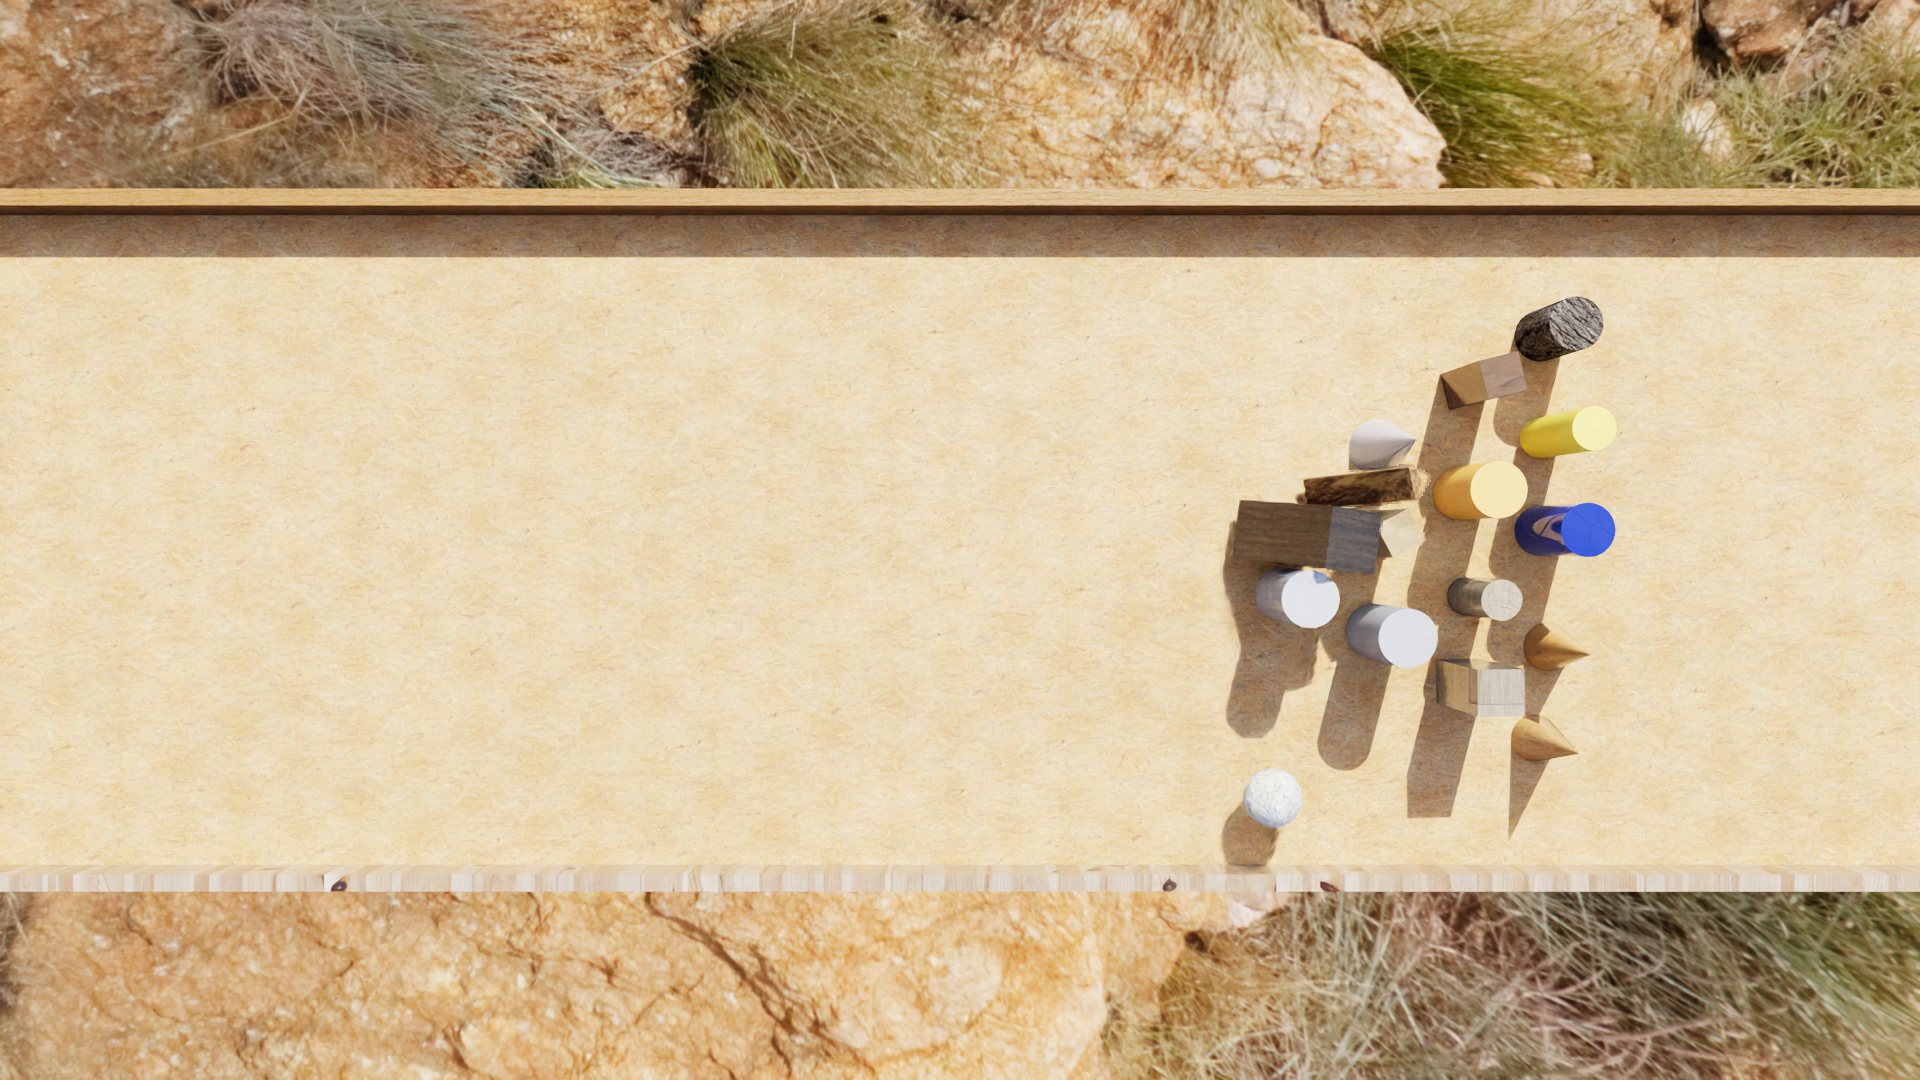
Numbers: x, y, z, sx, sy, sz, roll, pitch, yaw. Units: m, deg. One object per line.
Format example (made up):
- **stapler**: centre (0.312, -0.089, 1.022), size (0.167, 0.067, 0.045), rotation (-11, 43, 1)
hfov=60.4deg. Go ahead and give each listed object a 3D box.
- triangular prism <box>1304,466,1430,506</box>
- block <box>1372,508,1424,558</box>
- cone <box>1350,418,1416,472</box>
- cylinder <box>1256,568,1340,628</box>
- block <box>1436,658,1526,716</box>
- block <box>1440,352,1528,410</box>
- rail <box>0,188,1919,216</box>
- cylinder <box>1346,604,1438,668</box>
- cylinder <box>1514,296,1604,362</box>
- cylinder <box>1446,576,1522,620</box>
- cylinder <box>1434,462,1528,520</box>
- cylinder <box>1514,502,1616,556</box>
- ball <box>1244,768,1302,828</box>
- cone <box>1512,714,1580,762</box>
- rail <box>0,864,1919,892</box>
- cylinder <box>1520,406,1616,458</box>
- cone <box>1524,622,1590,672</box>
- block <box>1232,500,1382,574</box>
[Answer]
- **triangular prism**: centre (1.207, -0.161, 4.900), size (0.083, 0.388, 0.096), rotation (-18, 98, -38)
- **block**: centre (1.252, -0.020, 4.886), size (0.104, 0.377, 0.104), rotation (-28, 90, -1)
- **cone**: centre (1.287, -0.284, 4.863), size (0.180, 0.427, 0.180), rotation (0, 90, 0)
- **cylinder**: centre (0.991, 0.167, 4.868), size (0.164, 0.417, 0.164), rotation (0, 90, 0)
- **block**: centre (1.532, 0.433, 4.873), size (0.133, 0.407, 0.133), rotation (-1, 90, 0)
- **block**: centre (1.547, -0.469, 4.886), size (0.115, 0.381, 0.115), rotation (-14, 90, 0)
- **rail**: centre (-2.247, -1.025, 5.002), size (12.000, 0.150, 0.050), rotation (0, 90, 0)
- **cylinder**: centre (1.271, 0.279, 4.877), size (0.168, 0.399, 0.168), rotation (0, 90, 0)
- **cylinder**: centre (1.785, -0.627, 4.926), size (0.157, 0.302, 0.157), rotation (0, 90, 0)
- **cylinder**: centre (1.558, 0.173, 4.909), size (0.118, 0.335, 0.118), rotation (0, 90, 0)
- **cylinder**: centre (1.538, -0.144, 4.891), size (0.163, 0.370, 0.163), rotation (0, 90, 0)
- **cylinder**: centre (1.784, -0.029, 4.880), size (0.155, 0.393, 0.155), rotation (0, 90, 0)
- **ball**: centre (0.930, 0.767, 4.906), size (0.174, 0.174, 0.174), rotation (0, 90, 0)
- **cone**: centre (1.768, 0.609, 4.891), size (0.145, 0.370, 0.145), rotation (0, 90, 0)
- **rail**: centre (-2.247, 1.025, 5.001), size (12.000, 0.150, 0.050), rotation (0, 90, 0)
- **cylinder**: centre (1.785, -0.314, 4.858), size (0.125, 0.437, 0.125), rotation (0, 90, 0)
- **cone**: centre (1.809, 0.329, 4.902), size (0.151, 0.348, 0.151), rotation (0, 90, 0)
- **block**: centre (1.011, -0.012, 4.839), size (0.176, 0.442, 0.176), rotation (7, 90, -26)
